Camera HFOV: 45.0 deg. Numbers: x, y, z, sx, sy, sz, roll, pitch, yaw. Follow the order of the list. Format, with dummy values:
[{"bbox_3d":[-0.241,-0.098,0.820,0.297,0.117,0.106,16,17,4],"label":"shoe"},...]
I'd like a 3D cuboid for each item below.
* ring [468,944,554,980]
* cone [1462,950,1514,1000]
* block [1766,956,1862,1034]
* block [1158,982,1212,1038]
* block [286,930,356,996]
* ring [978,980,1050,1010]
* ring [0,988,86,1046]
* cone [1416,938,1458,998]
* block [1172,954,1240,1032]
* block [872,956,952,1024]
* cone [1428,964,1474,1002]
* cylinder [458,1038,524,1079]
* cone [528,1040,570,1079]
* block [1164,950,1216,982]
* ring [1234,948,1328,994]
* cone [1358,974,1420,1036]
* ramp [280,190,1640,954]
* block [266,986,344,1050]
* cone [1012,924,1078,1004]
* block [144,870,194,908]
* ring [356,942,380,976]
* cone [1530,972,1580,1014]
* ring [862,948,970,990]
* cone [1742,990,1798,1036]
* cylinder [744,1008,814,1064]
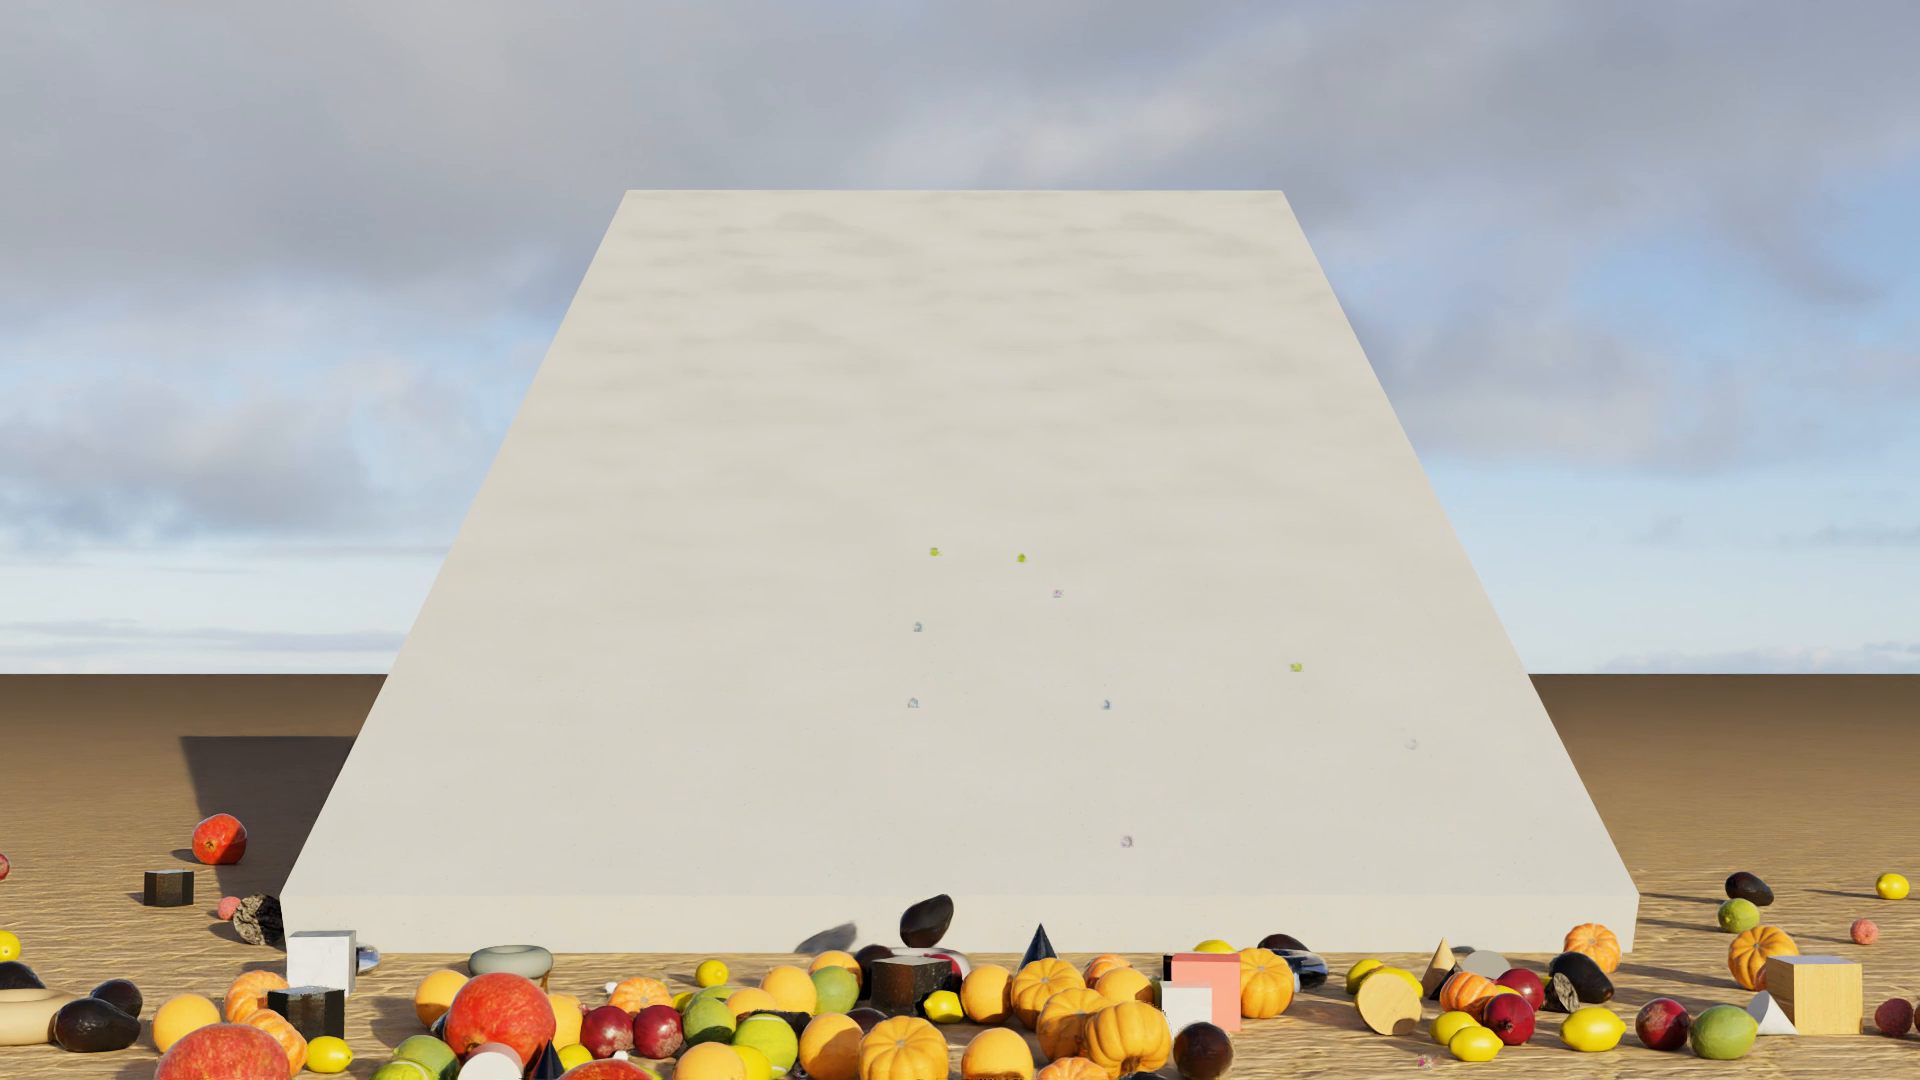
[{"bbox_3d":[-0.617,0.581,3.183,0.115,0.038,0.115,-1,-2,0],"label":"ring"},{"bbox_3d":[0.677,0.575,3.005,0.067,0.067,0.067,0,-30,1],"label":"cone"},{"bbox_3d":[1.004,0.535,2.727,0.080,0.080,0.080,0,-3,-3],"label":"block"},{"bbox_3d":[0.261,0.544,2.686,0.057,0.057,0.057,0,-3,1],"label":"block"},{"bbox_3d":[-0.833,0.553,3.025,0.077,0.077,0.077,0,-3,-8],"label":"block"},{"bbox_3d":[0.067,0.569,2.899,0.092,0.031,0.092,-1,-4,0],"label":"ring"},{"bbox_3d":[-1.080,0.547,2.657,0.149,0.050,0.149,1,-3,0],"label":"ring"},{"bbox_3d":[0.629,0.553,3.012,0.075,0.075,0.075,0,-3,0],"label":"cone"},{"bbox_3d":[0.293,0.536,2.754,0.080,0.080,0.080,0,-3,7],"label":"block"},{"bbox_3d":[-0.059,0.545,2.812,0.069,0.069,0.069,-3,-4,41],"label":"block"},{"bbox_3d":[0.620,0.576,2.957,0.053,0.053,0.053,-30,-15,21],"label":"cone"},{"bbox_3d":[-0.449,0.517,2.221,0.061,0.061,0.061,1,10,-16],"label":"cylinder"},{"bbox_3d":[-0.415,0.529,2.343,0.050,0.050,0.050,0,-3,0],"label":"cone"},{"bbox_3d":[0.300,0.558,2.958,0.058,0.058,0.058,-2,-4,38],"label":"block"},{"bbox_3d":[0.417,0.571,3.071,0.143,0.048,0.143,1,-4,0],"label":"ring"},{"bbox_3d":[0.491,0.557,2.721,0.076,0.076,0.076,1,-30,-12],"label":"cone"},{"bbox_3d":[-0.008,-0.227,5.263,2.000,0.100,4.000,0,23,0],"label":"ramp"},{"bbox_3d":[-0.739,0.539,2.620,0.060,0.060,0.060,-2,-4,35],"label":"block"},{"bbox_3d":[0.104,0.540,2.980,0.097,0.097,0.097,0,-3,0],"label":"cone"},{"bbox_3d":[-1.413,0.622,4.139,0.060,0.060,0.060,-2,-4,35],"label":"block"},{"bbox_3d":[-0.868,0.582,3.220,0.123,0.041,0.123,1,-4,0],"label":"ring"},{"bbox_3d":[0.728,0.571,2.869,0.053,0.053,0.053,-34,-22,32],"label":"cone"},{"bbox_3d":[-0.058,0.570,3.073,0.146,0.049,0.146,1,-4,0],"label":"ring"},{"bbox_3d":[0.946,0.559,2.680,0.057,0.057,0.057,27,-4,0],"label":"cone"},{"bbox_3d":[-0.195,0.535,2.500,0.055,0.055,0.055,0,-3,24],"label":"cylinder"}]
